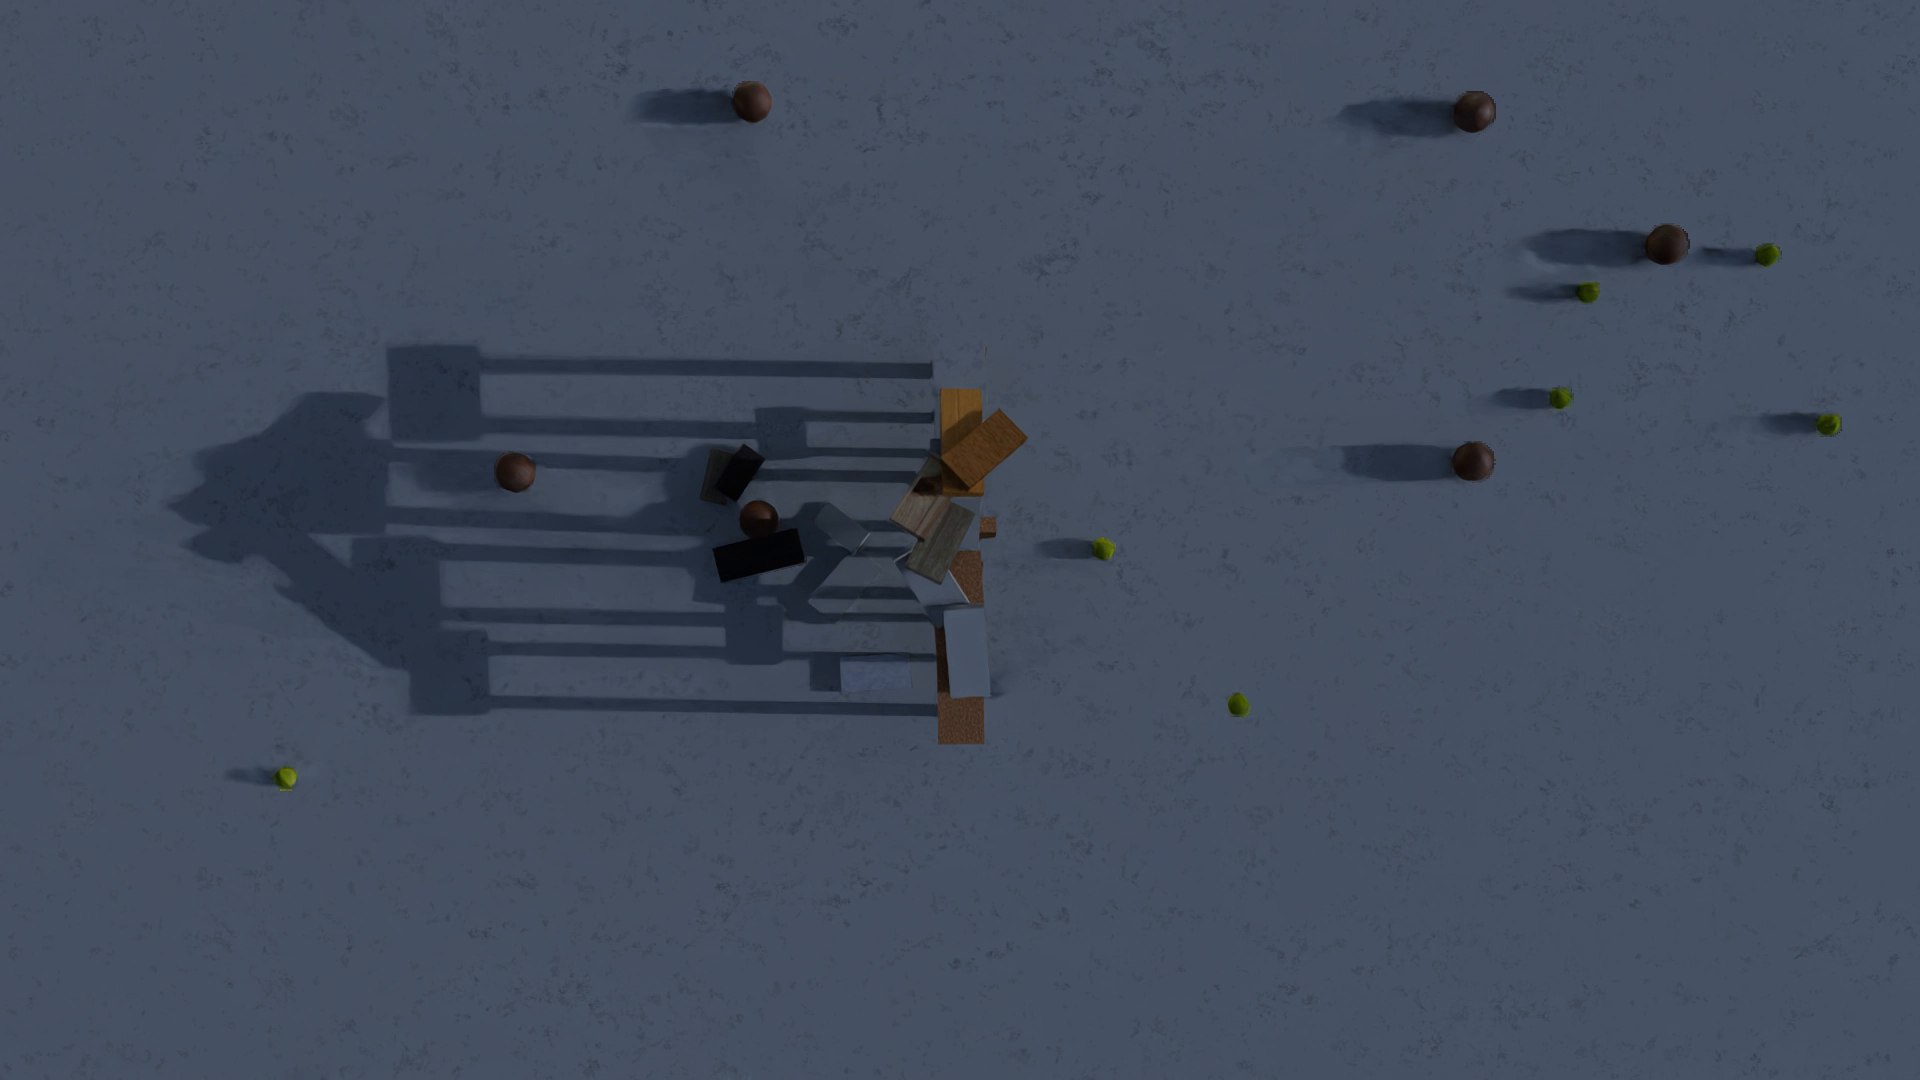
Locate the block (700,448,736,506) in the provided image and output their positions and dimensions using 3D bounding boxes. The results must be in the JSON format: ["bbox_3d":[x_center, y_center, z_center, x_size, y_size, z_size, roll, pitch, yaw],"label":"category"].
[{"bbox_3d":[-0.803,-0.209,5.488,0.087,0.025,0.175,13,90,0],"label":"block"}]

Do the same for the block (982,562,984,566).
[{"bbox_3d":[-0.007,0.080,5.099,0.151,0.302,0.043,6,90,0],"label":"block"}]

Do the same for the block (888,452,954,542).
[{"bbox_3d":[-0.092,-0.126,4.798,0.120,0.034,0.240,31,73,3],"label":"block"}]

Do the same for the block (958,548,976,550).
[{"bbox_3d":[-0.012,0.116,5.266,0.109,0.031,0.219,6,90,0],"label":"block"}]

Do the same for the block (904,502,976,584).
[{"bbox_3d":[-0.058,0.001,4.801,0.117,0.033,0.235,26,73,0],"label":"block"}]

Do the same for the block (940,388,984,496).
[{"bbox_3d":[0.005,-0.286,4.824,0.120,0.034,0.327,1,70,-8],"label":"block"}]

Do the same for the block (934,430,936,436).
[{"bbox_3d":[0.000,-0.355,5.145,0.160,0.320,0.045,-3,89,0],"label":"block"}]

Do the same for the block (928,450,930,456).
[{"bbox_3d":[-0.015,-0.239,5.056,0.158,0.316,0.045,0,87,0],"label":"block"}]

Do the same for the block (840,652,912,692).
[{"bbox_3d":[-0.279,0.439,5.483,0.235,0.033,0.117,-3,90,0],"label":"block"}]

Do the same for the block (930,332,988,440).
[{"bbox_3d":[-0.001,-0.461,4.962,0.160,0.045,0.319,-2,90,0],"label":"block"}]

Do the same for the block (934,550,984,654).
[{"bbox_3d":[-0.005,0.184,4.926,0.151,0.043,0.302,-3,90,0],"label":"block"}]

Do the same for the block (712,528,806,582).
[{"bbox_3d":[-0.668,0.051,5.483,0.286,0.033,0.117,-14,90,0],"label":"block"}]

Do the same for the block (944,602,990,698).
[{"bbox_3d":[0.021,0.328,4.883,0.120,0.034,0.292,-4,113,0],"label":"block"}]

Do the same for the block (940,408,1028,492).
[{"bbox_3d":[0.069,-0.261,4.788,0.240,0.034,0.120,-41,81,-19],"label":"block"}]

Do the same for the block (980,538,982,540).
[{"bbox_3d":[0.000,-0.123,5.232,0.125,0.035,0.250,-3,90,0],"label":"block"}]

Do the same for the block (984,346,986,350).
[{"bbox_3d":[0.001,-0.560,5.243,0.160,0.515,0.045,-2,90,0],"label":"block"}]

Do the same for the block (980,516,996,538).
[{"bbox_3d":[0.029,-0.034,5.055,0.158,0.316,0.045,-3,87,0],"label":"block"}]

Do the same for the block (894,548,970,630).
[{"bbox_3d":[-0.078,0.131,4.859,0.120,0.034,0.240,-31,100,7],"label":"block"}]

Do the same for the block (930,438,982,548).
[{"bbox_3d":[-0.016,-0.136,4.874,0.158,0.045,0.316,3,90,0],"label":"block"}]

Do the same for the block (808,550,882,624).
[{"bbox_3d":[-0.383,0.151,5.483,0.120,0.034,0.240,41,90,0],"label":"block"}]

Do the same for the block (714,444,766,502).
[{"bbox_3d":[-0.731,-0.222,5.469,0.087,0.025,0.175,35,84,-14],"label":"block"}]

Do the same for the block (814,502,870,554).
[{"bbox_3d":[-0.393,-0.040,5.469,0.175,0.025,0.087,38,89,12],"label":"block"}]

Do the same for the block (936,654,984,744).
[{"bbox_3d":[0.002,0.475,4.976,0.139,0.039,0.278,-1,90,0],"label":"block"}]
